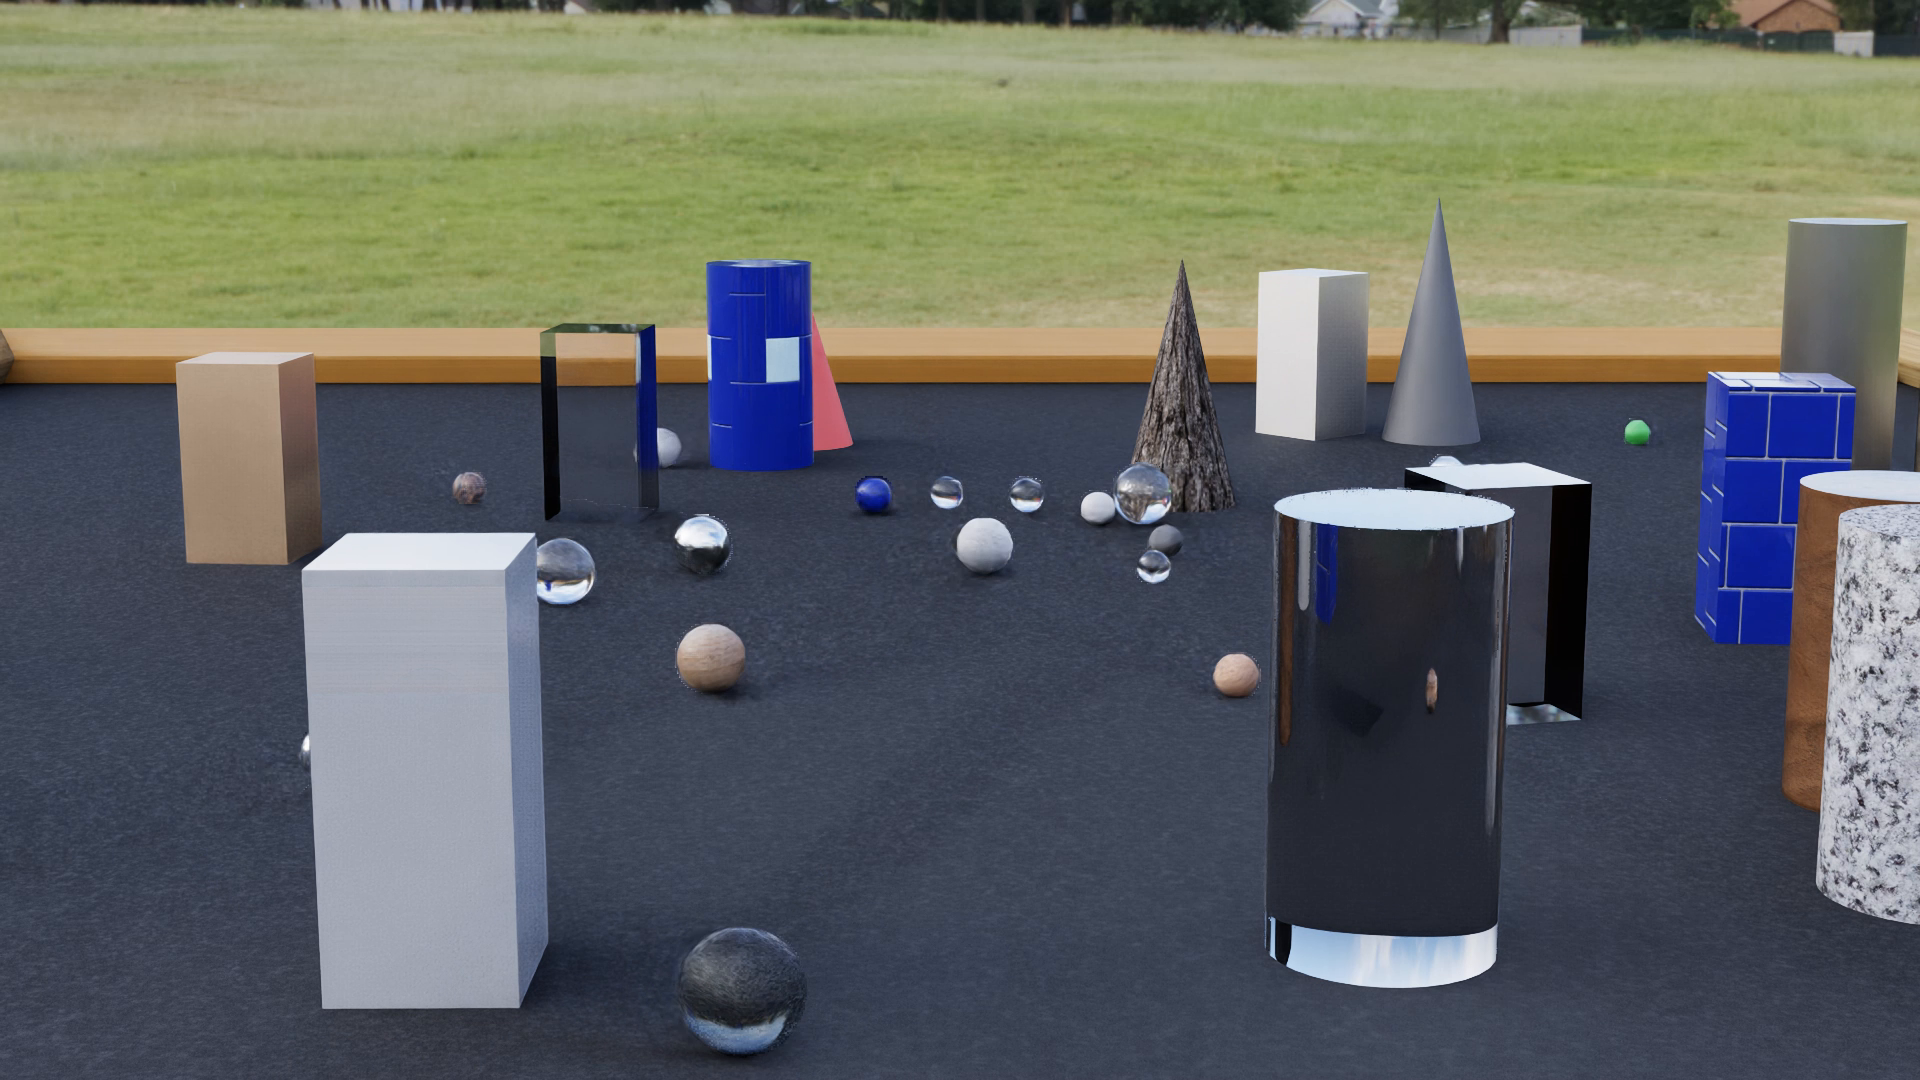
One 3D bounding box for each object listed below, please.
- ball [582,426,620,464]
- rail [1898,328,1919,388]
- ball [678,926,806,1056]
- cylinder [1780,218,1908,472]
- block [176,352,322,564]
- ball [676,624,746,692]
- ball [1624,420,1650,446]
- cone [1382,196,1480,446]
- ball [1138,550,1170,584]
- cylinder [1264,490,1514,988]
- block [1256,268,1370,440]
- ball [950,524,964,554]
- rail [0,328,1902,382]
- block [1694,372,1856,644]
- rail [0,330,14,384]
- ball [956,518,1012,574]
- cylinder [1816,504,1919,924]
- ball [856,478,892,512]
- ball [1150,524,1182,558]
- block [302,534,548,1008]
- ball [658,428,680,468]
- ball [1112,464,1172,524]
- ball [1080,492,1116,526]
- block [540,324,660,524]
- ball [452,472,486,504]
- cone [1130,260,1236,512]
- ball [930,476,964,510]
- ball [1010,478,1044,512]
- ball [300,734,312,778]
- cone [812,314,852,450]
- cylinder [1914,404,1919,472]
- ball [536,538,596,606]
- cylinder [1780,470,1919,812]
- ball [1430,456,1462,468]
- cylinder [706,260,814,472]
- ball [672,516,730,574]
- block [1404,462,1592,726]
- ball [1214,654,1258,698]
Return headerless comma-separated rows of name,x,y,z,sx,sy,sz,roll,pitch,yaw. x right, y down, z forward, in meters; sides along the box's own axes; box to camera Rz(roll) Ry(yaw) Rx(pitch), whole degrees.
ball,-0.661,-0.175,4.722,0.069,0.069,0.069,0,11,0
rail,2.166,0.030,3.461,0.045,0.125,5.012,0,11,0
ball,-0.163,0.335,1.908,0.095,0.095,0.095,0,11,0
cylinder,1.503,-0.313,4.386,0.192,0.462,0.192,0,11,0
block,-1.057,-0.124,3.826,0.153,0.296,0.153,1,11,5
ball,-0.291,0.138,3.003,0.081,0.081,0.081,0,11,0
ball,1.305,-0.207,4.944,0.049,0.049,0.049,0,11,0
cone,0.925,-0.432,4.995,0.192,0.474,0.192,0,11,0
ball,0.275,0.038,3.635,0.047,0.047,0.047,0,11,0
cylinder,0.350,0.157,2.107,0.192,0.371,0.192,0,11,0
block,0.699,-0.370,5.087,0.153,0.319,0.153,-9,14,-41
ball,0.012,0.001,3.821,0.052,0.052,0.052,0,11,0
rail,-0.014,-0.422,5.890,4.380,0.125,0.045,0,11,0
block,1.045,-0.043,3.299,0.153,0.329,0.153,1,11,6
rail,-2.166,0.034,3.437,0.045,0.125,5.012,0,11,0
ball,0.035,0.008,3.702,0.082,0.082,0.082,0,11,0
cylinder,0.862,0.149,2.251,0.192,0.334,0.192,0,11,0
ball,-0.141,-0.073,4.204,0.058,0.058,0.058,0,11,0
ball,0.307,0.002,3.818,0.050,0.050,0.050,0,11,0
block,-0.421,0.180,2.046,0.153,0.349,0.153,0,11,-1
ball,-0.545,-0.167,4.662,0.074,0.074,0.074,0,11,0
ball,0.291,-0.072,4.094,0.096,0.096,0.096,0,11,0
ball,0.220,-0.050,4.084,0.056,0.056,0.056,0,11,0
block,-0.583,-0.191,4.161,0.153,0.305,0.153,1,11,5
ball,-0.820,-0.086,4.287,0.053,0.053,0.053,0,11,0
cone,0.367,-0.265,4.268,0.192,0.411,0.192,0,11,0
ball,-0.021,-0.078,4.236,0.054,0.054,0.054,0,11,0
ball,0.110,-0.073,4.209,0.056,0.056,0.056,0,11,0
ball,-0.644,0.219,2.624,0.061,0.061,0.061,0,11,0
cone,-0.303,-0.345,4.943,0.192,0.322,0.192,0,11,0
cylinder,1.575,-0.237,3.935,0.192,0.479,0.192,0,11,0
ball,-0.541,0.043,3.486,0.091,0.091,0.091,0,11,0
cylinder,0.925,0.103,2.547,0.192,0.317,0.192,0,11,0
ball,0.839,-0.115,4.421,0.060,0.060,0.060,0,11,0
cylinder,-0.366,-0.323,4.696,0.192,0.368,0.192,0,11,0
ball,-0.372,0.008,3.697,0.083,0.083,0.083,0,11,0
block,0.604,0.060,2.910,0.153,0.269,0.153,-3,11,-15
ball,0.321,0.158,2.979,0.052,0.052,0.052,0,11,0
